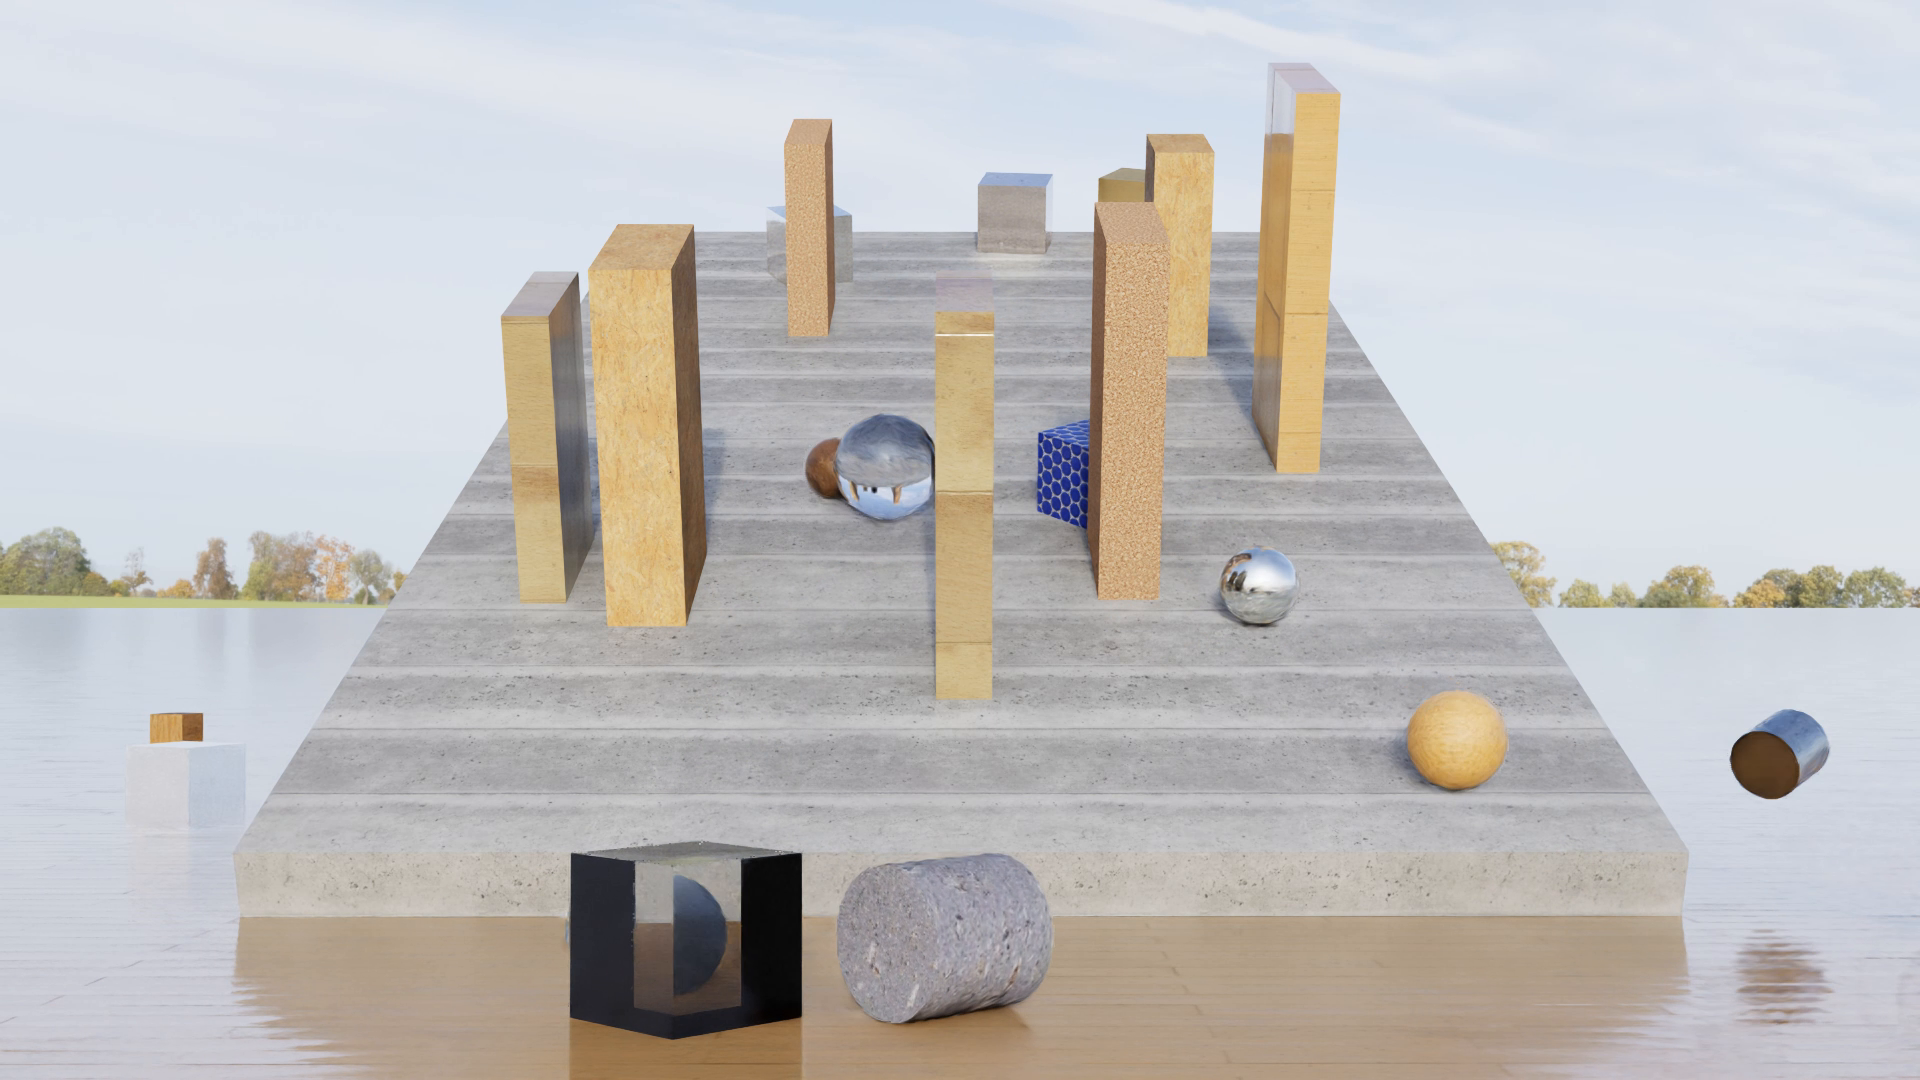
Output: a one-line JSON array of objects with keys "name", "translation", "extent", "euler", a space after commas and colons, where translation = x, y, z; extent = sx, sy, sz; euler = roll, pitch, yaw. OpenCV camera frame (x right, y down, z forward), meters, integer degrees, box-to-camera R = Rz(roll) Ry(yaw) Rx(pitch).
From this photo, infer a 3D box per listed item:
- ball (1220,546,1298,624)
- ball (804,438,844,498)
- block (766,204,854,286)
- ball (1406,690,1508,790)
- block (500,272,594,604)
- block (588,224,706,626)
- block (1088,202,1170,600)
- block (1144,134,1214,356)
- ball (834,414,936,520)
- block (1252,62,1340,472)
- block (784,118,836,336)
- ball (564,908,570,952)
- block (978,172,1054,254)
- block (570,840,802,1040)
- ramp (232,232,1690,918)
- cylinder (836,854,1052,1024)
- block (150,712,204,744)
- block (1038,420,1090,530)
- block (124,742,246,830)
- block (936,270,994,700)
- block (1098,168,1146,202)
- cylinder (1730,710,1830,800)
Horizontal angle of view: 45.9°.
[{"name": "ball", "translation": [0.513, 0.077, 3.883], "extent": [0.135, 0.135, 0.135], "euler": [0, -2, 0]}, {"name": "ball", "translation": [-0.249, -0.143, 4.508], "extent": [0.120, 0.120, 0.120], "euler": [0, -2, 0]}, {"name": "block", "translation": [-0.417, -0.818, 6.270], "extent": [0.187, 0.187, 0.187], "euler": [-8, 21, -21]}, {"name": "ball", "translation": [0.720, 0.290, 3.286], "extent": [0.143, 0.143, 0.143], "euler": [0, -2, 0]}, {"name": "block", "translation": [-0.732, -0.188, 4.047], "extent": [0.080, 0.518, 0.329], "euler": [0, 20, 0]}, {"name": "block", "translation": [-0.537, -0.205, 3.940], "extent": [0.134, 0.623, 0.353], "euler": [0, 20, 0]}, {"name": "block", "translation": [0.298, -0.253, 4.053], "extent": [0.107, 0.639, 0.342], "euler": [0, 20, 0]}, {"name": "block", "translation": [0.532, -0.726, 5.566], "extent": [0.141, 0.498, 0.261], "euler": [0, 20, 0]}, {"name": "ball", "translation": [-0.142, -0.142, 4.383], "extent": [0.205, 0.205, 0.205], "euler": [0, -2, 0]}, {"name": "block", "translation": [0.697, -0.576, 4.741], "extent": [0.087, 0.778, 0.419], "euler": [0, 20, 0]}, {"name": "block", "translation": [-0.382, -0.804, 5.798], "extent": [0.100, 0.483, 0.377], "euler": [0, 20, 0]}, {"name": "ball", "translation": [-0.378, 0.439, 2.558], "extent": [0.135, 0.135, 0.135], "euler": [0, -2, 0]}, {"name": "block", "translation": [0.163, -0.959, 6.646], "extent": [0.199, 0.199, 0.199], "euler": [3, 20, 8]}, {"name": "block", "translation": [-0.288, 0.416, 2.384], "extent": [0.172, 0.172, 0.172], "euler": [-2, -2, 44]}, {"name": "ramp", "translation": [-0.005, -0.206, 5.007], "extent": [2.000, 0.100, 4.000], "euler": [0, 20, 0]}, {"name": "cylinder", "translation": [-0.017, 0.421, 2.409], "extent": [0.163, 0.163, 0.163], "euler": [1, -2, -43]}, {"name": "block", "translation": [-2.308, 0.565, 6.676], "extent": [0.107, 0.107, 0.107], "euler": [0, -2, 14]}, {"name": "block", "translation": [0.266, -0.130, 4.412], "extent": [0.162, 0.162, 0.162], "euler": [-16, 26, -38]}, {"name": "block", "translation": [-1.512, 0.479, 4.427], "extent": [0.158, 0.158, 0.158], "euler": [-1, -2, 23]}, {"name": "block", "translation": [0.006, -0.090, 3.613], "extent": [0.089, 0.631, 0.266], "euler": [0, 20, 0]}, {"name": "block", "translation": [0.534, -0.992, 6.750], "extent": [0.190, 0.190, 0.190], "euler": [9, 22, 24]}, {"name": "cylinder", "translation": [1.365, 0.356, 3.773], "extent": [0.118, 0.118, 0.118], "euler": [-2, 13, 44]}]
